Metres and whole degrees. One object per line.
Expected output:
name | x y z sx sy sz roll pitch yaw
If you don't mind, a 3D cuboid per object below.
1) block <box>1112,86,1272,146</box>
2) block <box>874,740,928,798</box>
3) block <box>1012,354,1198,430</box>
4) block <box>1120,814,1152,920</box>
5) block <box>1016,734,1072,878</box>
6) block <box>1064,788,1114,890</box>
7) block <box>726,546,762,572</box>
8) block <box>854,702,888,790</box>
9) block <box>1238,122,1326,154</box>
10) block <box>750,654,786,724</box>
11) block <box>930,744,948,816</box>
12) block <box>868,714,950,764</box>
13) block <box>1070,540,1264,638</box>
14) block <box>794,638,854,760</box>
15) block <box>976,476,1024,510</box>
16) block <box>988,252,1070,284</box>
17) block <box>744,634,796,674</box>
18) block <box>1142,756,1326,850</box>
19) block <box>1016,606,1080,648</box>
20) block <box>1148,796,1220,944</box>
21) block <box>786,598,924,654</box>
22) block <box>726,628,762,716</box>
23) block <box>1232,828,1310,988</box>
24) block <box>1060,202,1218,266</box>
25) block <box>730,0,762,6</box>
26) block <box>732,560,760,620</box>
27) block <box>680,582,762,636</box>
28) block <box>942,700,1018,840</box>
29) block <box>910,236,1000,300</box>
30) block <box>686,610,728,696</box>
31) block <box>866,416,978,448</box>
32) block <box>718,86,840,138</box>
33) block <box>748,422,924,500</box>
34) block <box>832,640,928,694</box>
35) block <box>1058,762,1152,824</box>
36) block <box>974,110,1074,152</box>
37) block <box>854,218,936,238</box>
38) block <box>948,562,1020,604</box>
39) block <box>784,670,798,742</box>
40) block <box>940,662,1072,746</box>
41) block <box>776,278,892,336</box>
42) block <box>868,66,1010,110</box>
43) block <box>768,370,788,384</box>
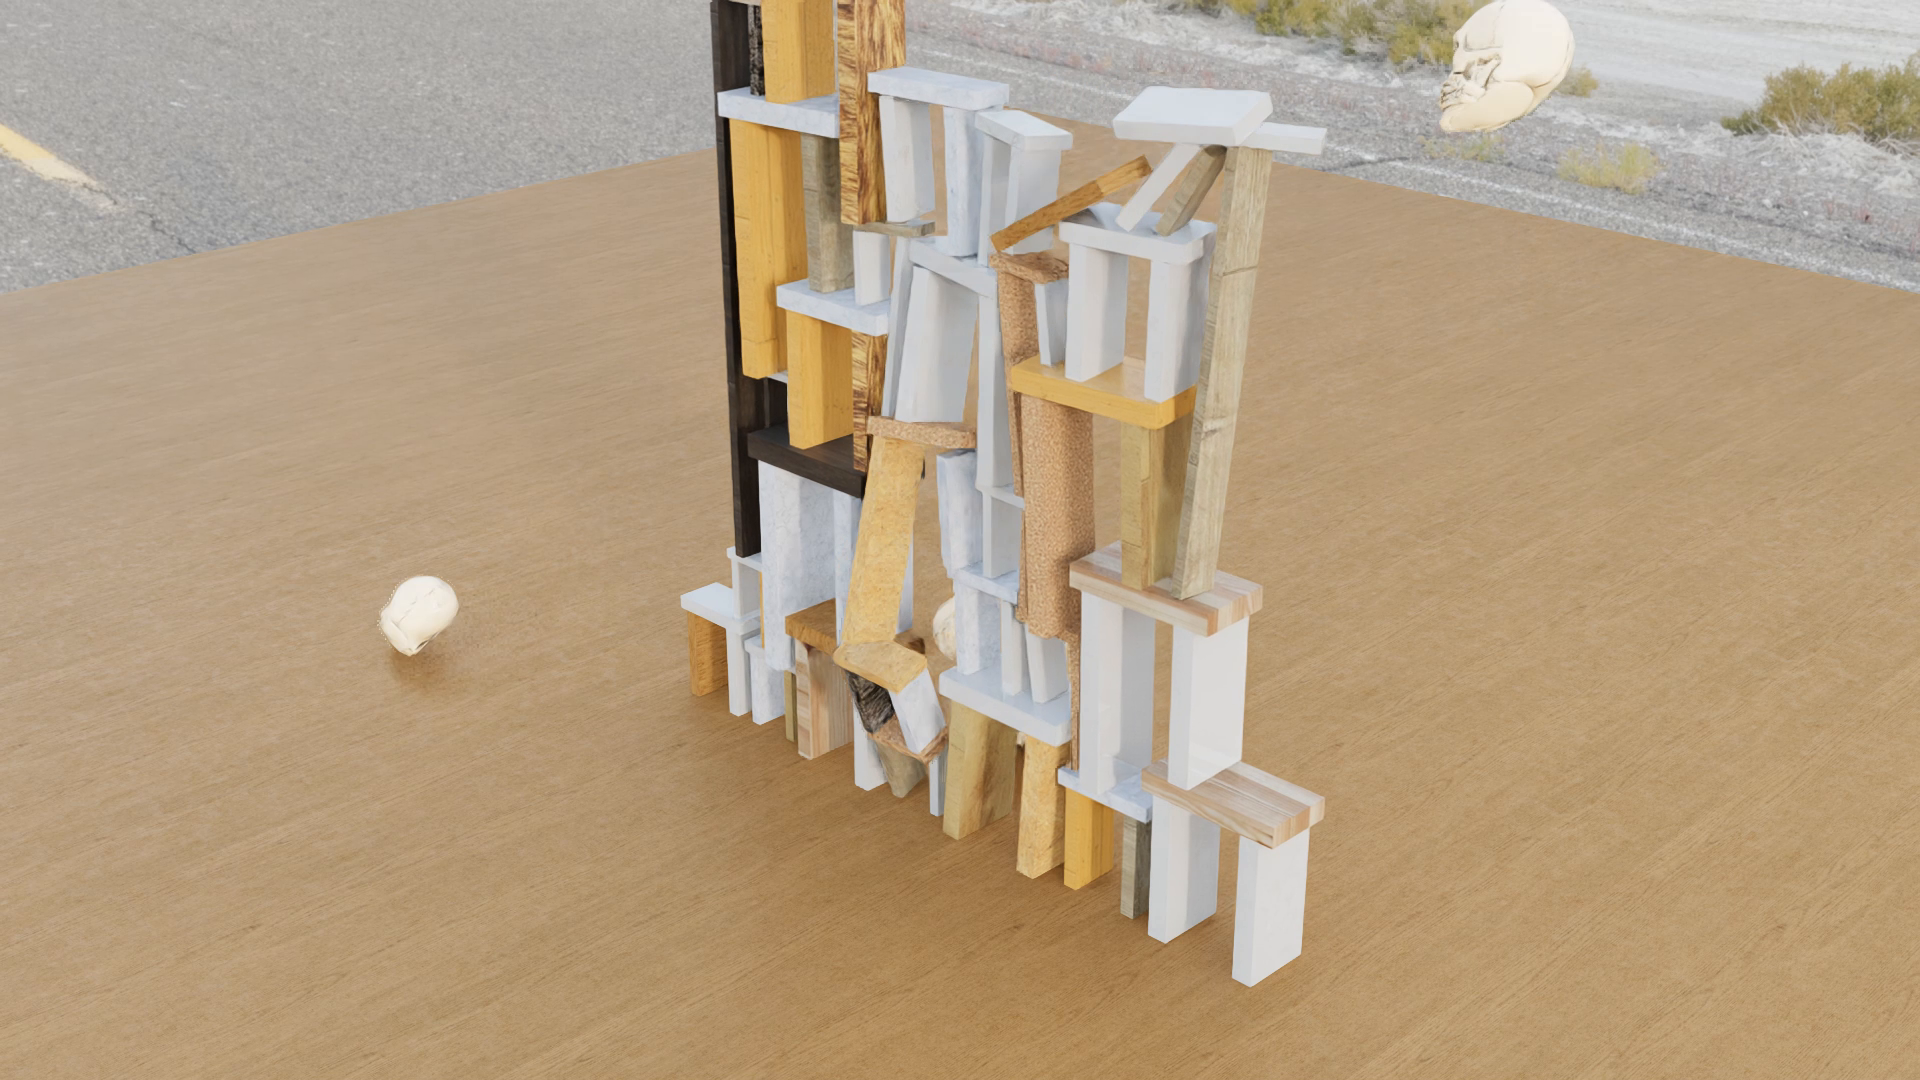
block | 0.358 -0.656 3.398 0.221 0.031 0.111 12 45 38
block | -0.120 0.442 4.489 0.023 0.161 0.081 20 51 38
block | 0.257 -0.268 3.773 0.307 0.043 0.153 19 33 37
block | 0.349 0.589 4.098 0.030 0.214 0.107 21 31 40
block | 0.187 0.485 4.221 0.153 0.307 0.043 -22 36 -40
block | 0.247 0.549 4.190 0.030 0.214 0.107 22 32 40
block | -0.427 0.037 4.699 0.138 0.020 0.069 21 31 41
block | -0.155 0.367 4.543 0.137 0.275 0.039 -21 31 -41
block | 0.483 -0.629 3.422 0.164 0.023 0.082 8 24 12
block | -0.416 0.312 4.810 0.084 0.167 0.024 -21 31 -41
block | -0.024 0.471 4.445 0.023 0.161 0.081 21 31 40
block | -0.102 0.387 4.400 0.161 0.023 0.081 20 51 37
block | 0.359 0.080 3.860 0.310 0.044 0.155 20 31 40
block | -0.282 0.316 4.665 0.137 0.275 0.039 -21 31 -41
block | 0.115 -0.092 4.051 0.084 0.024 0.168 -19 29 -37
block | 0.123 -0.475 3.805 0.072 0.021 0.145 -19 29 -33
block | -0.377 0.240 4.737 0.167 0.024 0.084 21 31 41
block | 0.481 0.449 3.895 0.294 0.042 0.147 21 31 41
block | 0.187 0.149 4.069 0.079 0.022 0.158 -22 33 -39
block | 0.412 0.576 4.025 0.147 0.294 0.042 -22 31 -40
block | -0.219 0.197 4.543 0.137 0.039 0.274 -21 31 -40
block | -0.462 0.277 4.848 0.029 0.204 0.102 21 31 41
block | 0.551 0.631 3.897 0.042 0.294 0.147 21 31 41
block | 0.297 -0.503 3.606 0.243 0.034 0.121 18 32 35
block | -0.406 -1.050 4.214 0.172 0.024 0.086 20 30 40
block | -0.459 0.097 4.759 0.020 0.138 0.069 21 31 41
block | -0.511 0.150 4.846 0.204 0.029 0.102 21 31 41
block | 0.044 0.429 4.352 0.043 0.307 0.153 27 35 37
block | 0.045 -0.502 4.017 0.143 0.041 0.286 -10 26 -32
block | -0.559 0.239 4.936 0.029 0.204 0.102 21 31 41
block | -0.053 -0.203 4.138 0.226 0.032 0.113 11 11 39
block | -0.297 -0.827 4.215 0.317 0.045 0.158 19 29 38
block | -0.252 -0.170 4.426 0.340 0.048 0.170 21 31 40
block | -0.156 0.233 4.281 0.177 0.025 0.089 23 52 39
block | 0.298 0.457 4.095 0.214 0.030 0.107 21 31 40
block | 0.109 -0.711 3.819 0.092 0.026 0.184 -8 26 -27
block | -0.123 -0.593 4.144 0.141 0.020 0.071 15 25 34
block | 0.075 0.071 4.165 0.095 0.027 0.189 -21 29 -39
block | -0.337 0.343 4.738 0.024 0.167 0.084 21 31 41
block | 0.123 0.299 4.207 0.307 0.043 0.153 21 31 40
block | -0.209 -0.459 4.270 0.283 0.040 0.141 21 31 40
block | -0.040 -0.816 3.970 0.230 0.033 0.115 17 25 30
block | -0.352 -0.338 4.470 0.053 0.015 0.105 -21 30 -41
